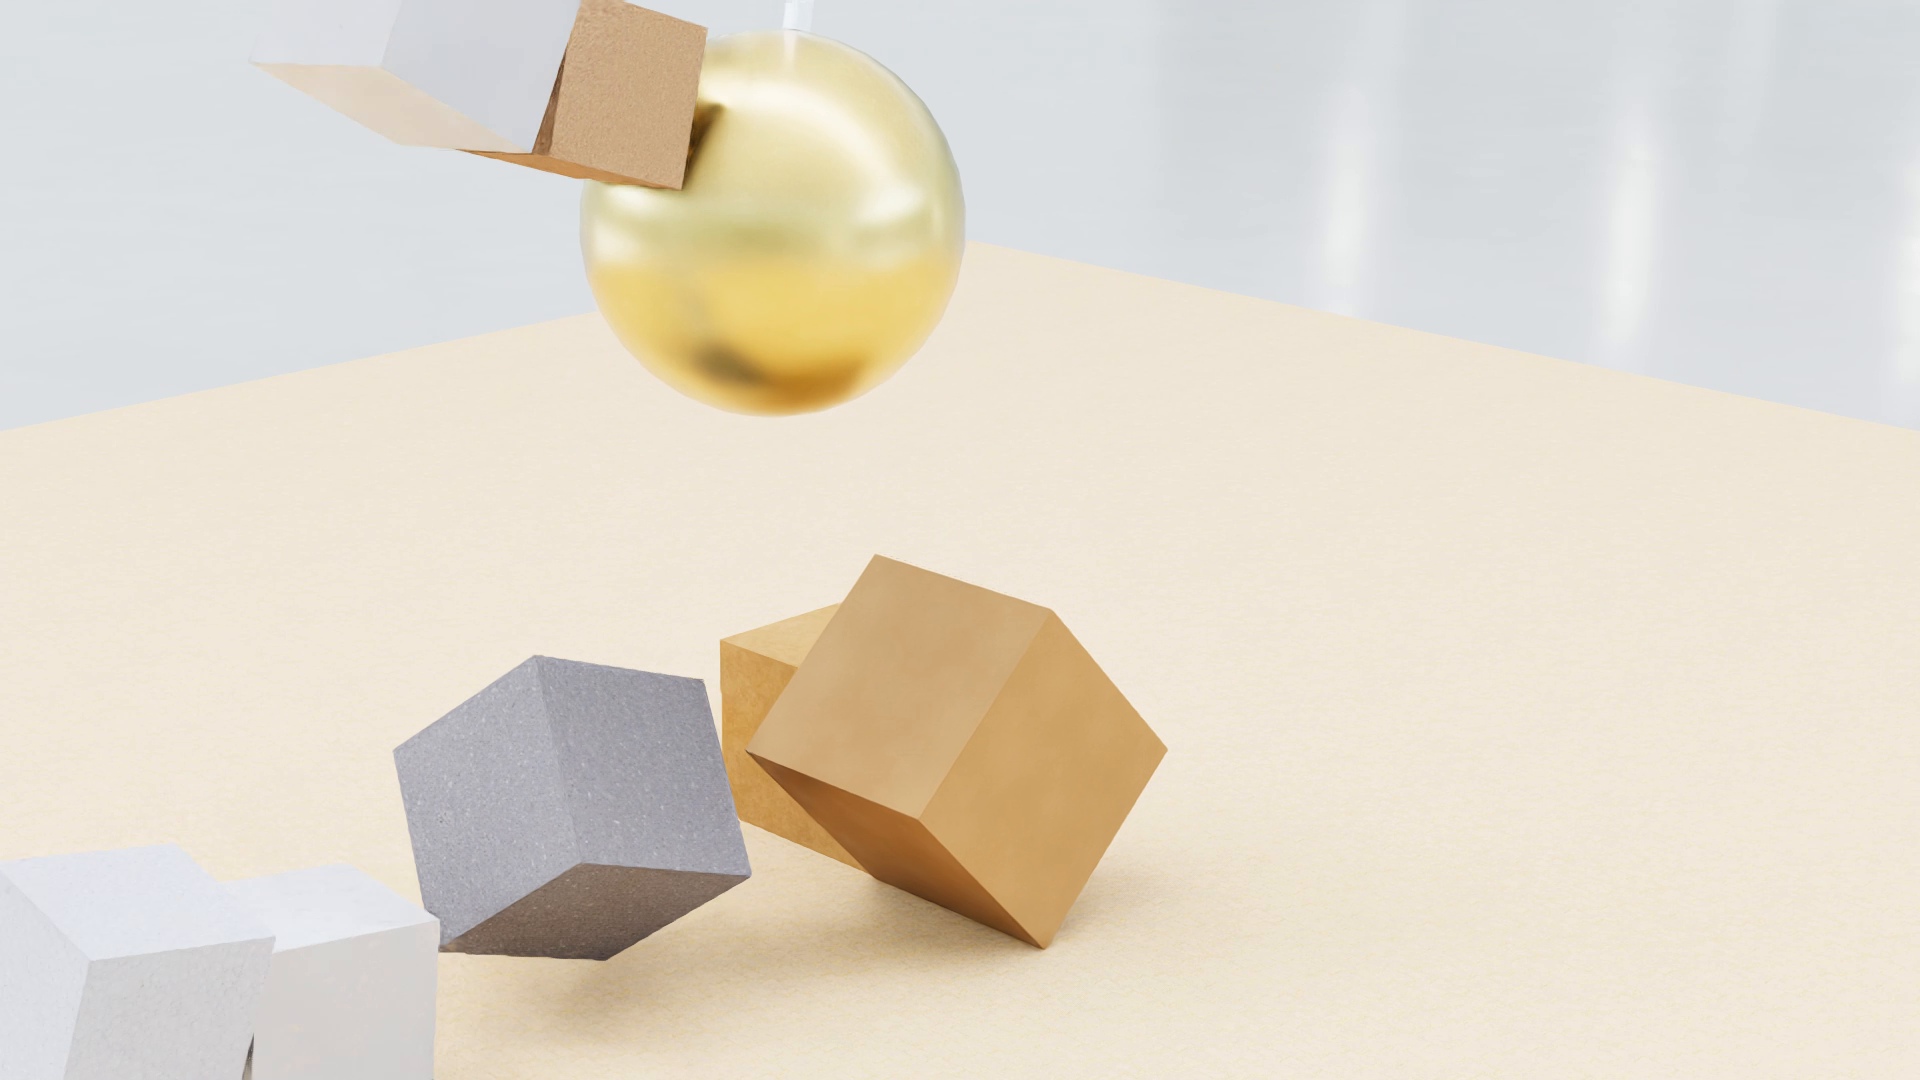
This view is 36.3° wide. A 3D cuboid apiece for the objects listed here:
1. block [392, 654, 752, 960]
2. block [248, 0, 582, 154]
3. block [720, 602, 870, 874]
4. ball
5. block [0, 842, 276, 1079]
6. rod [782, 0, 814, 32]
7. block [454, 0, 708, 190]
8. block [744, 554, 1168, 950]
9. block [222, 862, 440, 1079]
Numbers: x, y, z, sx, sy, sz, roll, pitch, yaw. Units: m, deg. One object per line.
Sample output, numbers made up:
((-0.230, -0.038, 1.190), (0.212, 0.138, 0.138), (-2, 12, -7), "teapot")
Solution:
((-1.613, 1.132, 12.172), (0.933, 0.900, 0.949), (-32, -28, 32), "block")
((-1.950, -1.938, 10.672), (0.749, 0.792, 0.751), (9, -11, 40), "block")
((-0.385, 0.892, 14.028), (1.078, 0.887, 1.055), (-17, 24, -42), "block")
((-0.772, -1.305, 12.122), (1.600, 1.600, 1.600), (0, 17, 0), "ball")
((-3.041, 1.598, 10.553), (0.742, 0.695, 0.717), (-1, 24, -47), "block")
((-0.335, -4.625, 11.537), (0.080, 5.200, 0.080), (17, 13, 42), "rod")
((-1.484, -1.744, 11.275), (0.646, 0.631, 0.680), (11, 2, 40), "block")
((-0.004, 0.918, 12.837), (1.082, 1.131, 1.062), (17, 66, 43), "block")
((-2.531, 1.774, 11.240), (0.764, 0.786, 0.729), (-6, 17, -40), "block")
